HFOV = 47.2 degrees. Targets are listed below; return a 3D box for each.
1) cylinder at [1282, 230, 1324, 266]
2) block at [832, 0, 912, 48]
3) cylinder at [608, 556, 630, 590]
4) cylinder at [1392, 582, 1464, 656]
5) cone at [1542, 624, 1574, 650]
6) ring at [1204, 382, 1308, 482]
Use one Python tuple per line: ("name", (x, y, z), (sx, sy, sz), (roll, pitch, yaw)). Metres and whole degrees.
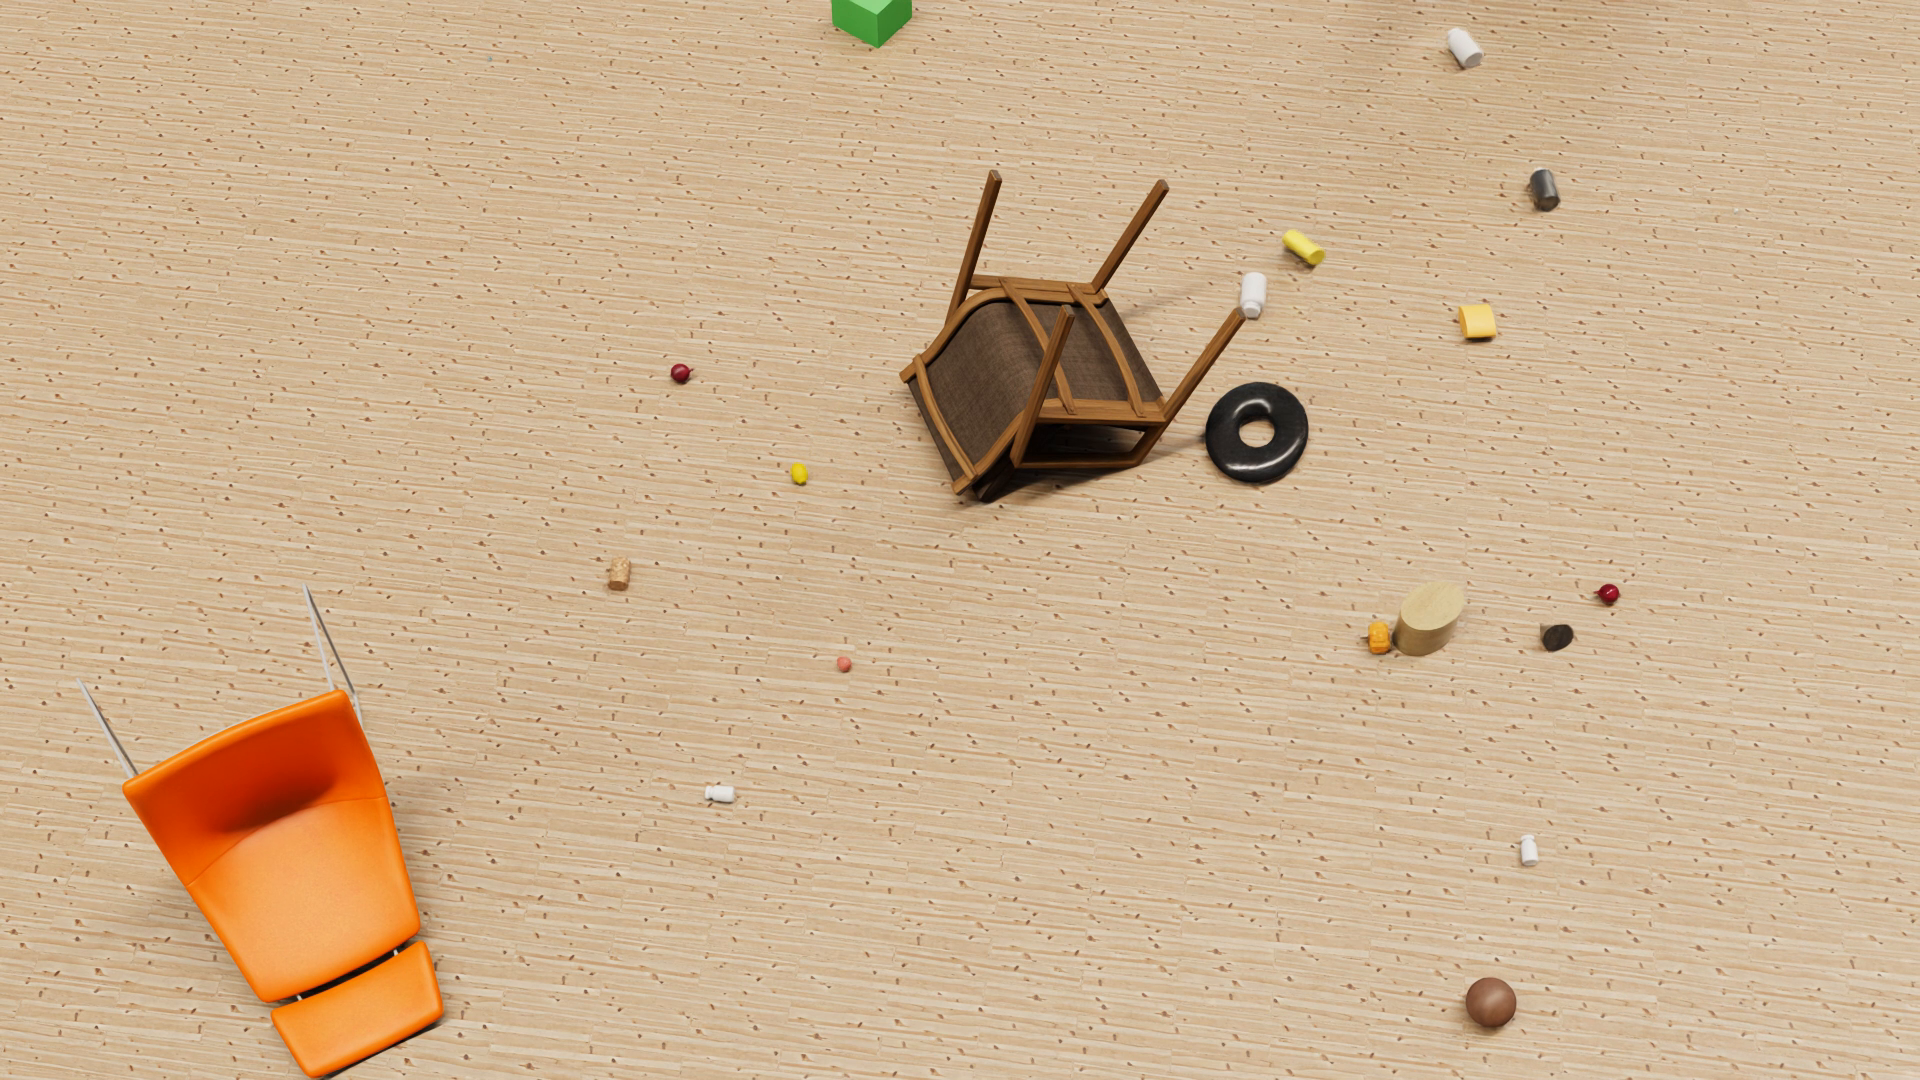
("cylinder", (1.117, -0.951, 7.156), (0.116, 0.111, 0.058), (41, 105, 24))
("block", (-0.311, -1.888, 7.744), (0.204, 0.160, 0.197), (32, 62, 19))
("cylinder", (-1.005, 0.099, 6.475), (0.058, 0.054, 0.084), (-4, 56, 9))
("cylinder", (1.348, 0.227, 6.335), (0.205, 0.144, 0.143), (-30, 61, -18))
("cone", (1.709, 0.263, 6.373), (0.109, 0.085, 0.086), (2, 22, -25))
("ring", (0.912, -0.333, 6.759), (0.314, 0.066, 0.389), (18, 58, 11))
